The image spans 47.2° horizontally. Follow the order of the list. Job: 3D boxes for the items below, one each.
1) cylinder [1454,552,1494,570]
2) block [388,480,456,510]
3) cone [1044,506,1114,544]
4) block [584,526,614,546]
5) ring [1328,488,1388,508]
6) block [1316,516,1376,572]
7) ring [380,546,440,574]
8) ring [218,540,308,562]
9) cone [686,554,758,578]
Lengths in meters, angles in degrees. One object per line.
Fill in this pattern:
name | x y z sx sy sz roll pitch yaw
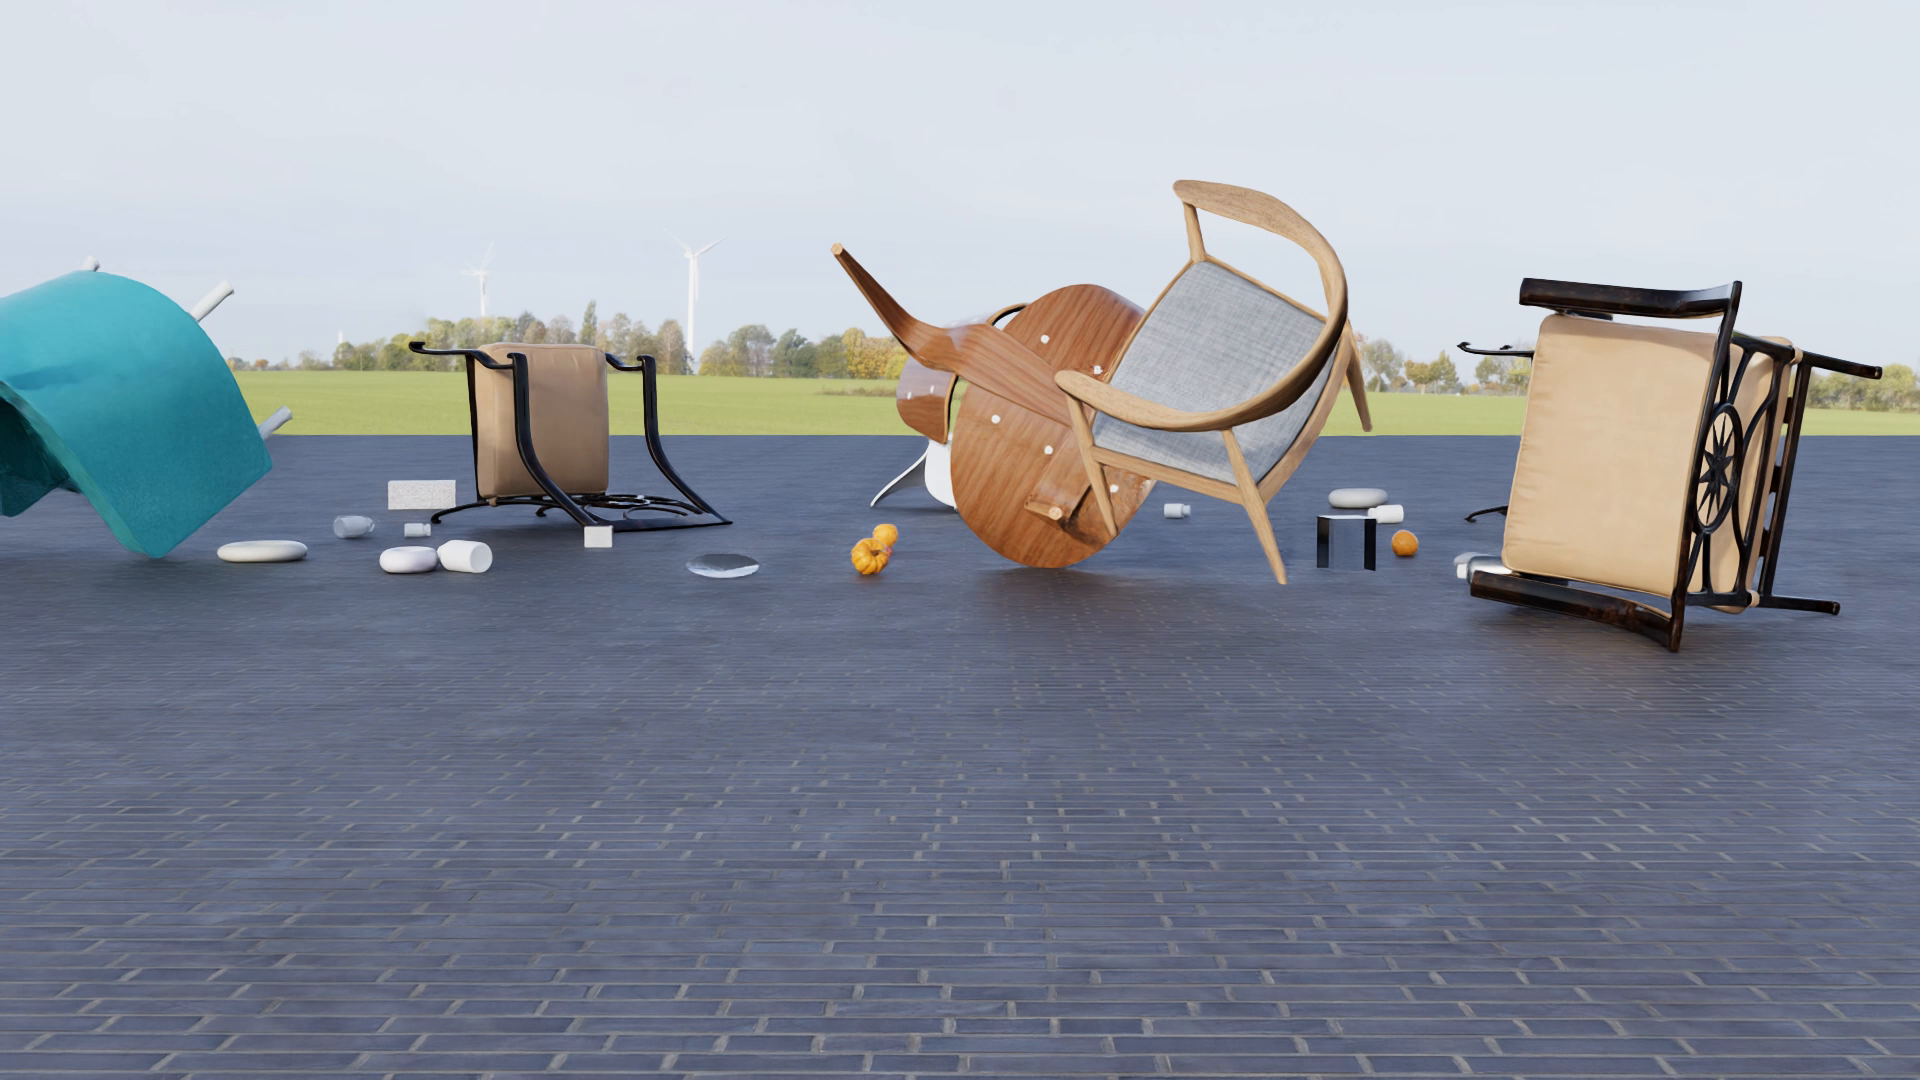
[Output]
cylinder | 1.281 0.053 5.476 0.076 0.039 0.071 -8 6 -13
block | -2.042 -0.173 8.356 0.244 0.098 0.212 -1 4 -12
cone | 0.353 -0.022 6.467 0.208 0.115 0.111 14 -23 13
block | -1.033 -0.011 6.295 0.075 0.056 0.068 0 4 -4
ring | 1.512 -0.158 8.343 0.225 0.070 0.279 0 3 9
block | 0.961 0.008 5.474 0.108 0.131 0.125 -1 4 -10
ring | -1.363 0.049 5.447 0.138 0.054 0.274 1 3 -4
ring | -1.831 0.030 5.774 0.230 0.046 0.211 -4 6 -39
cone | -0.569 0.072 5.288 0.173 0.060 0.075 1 -18 -3
